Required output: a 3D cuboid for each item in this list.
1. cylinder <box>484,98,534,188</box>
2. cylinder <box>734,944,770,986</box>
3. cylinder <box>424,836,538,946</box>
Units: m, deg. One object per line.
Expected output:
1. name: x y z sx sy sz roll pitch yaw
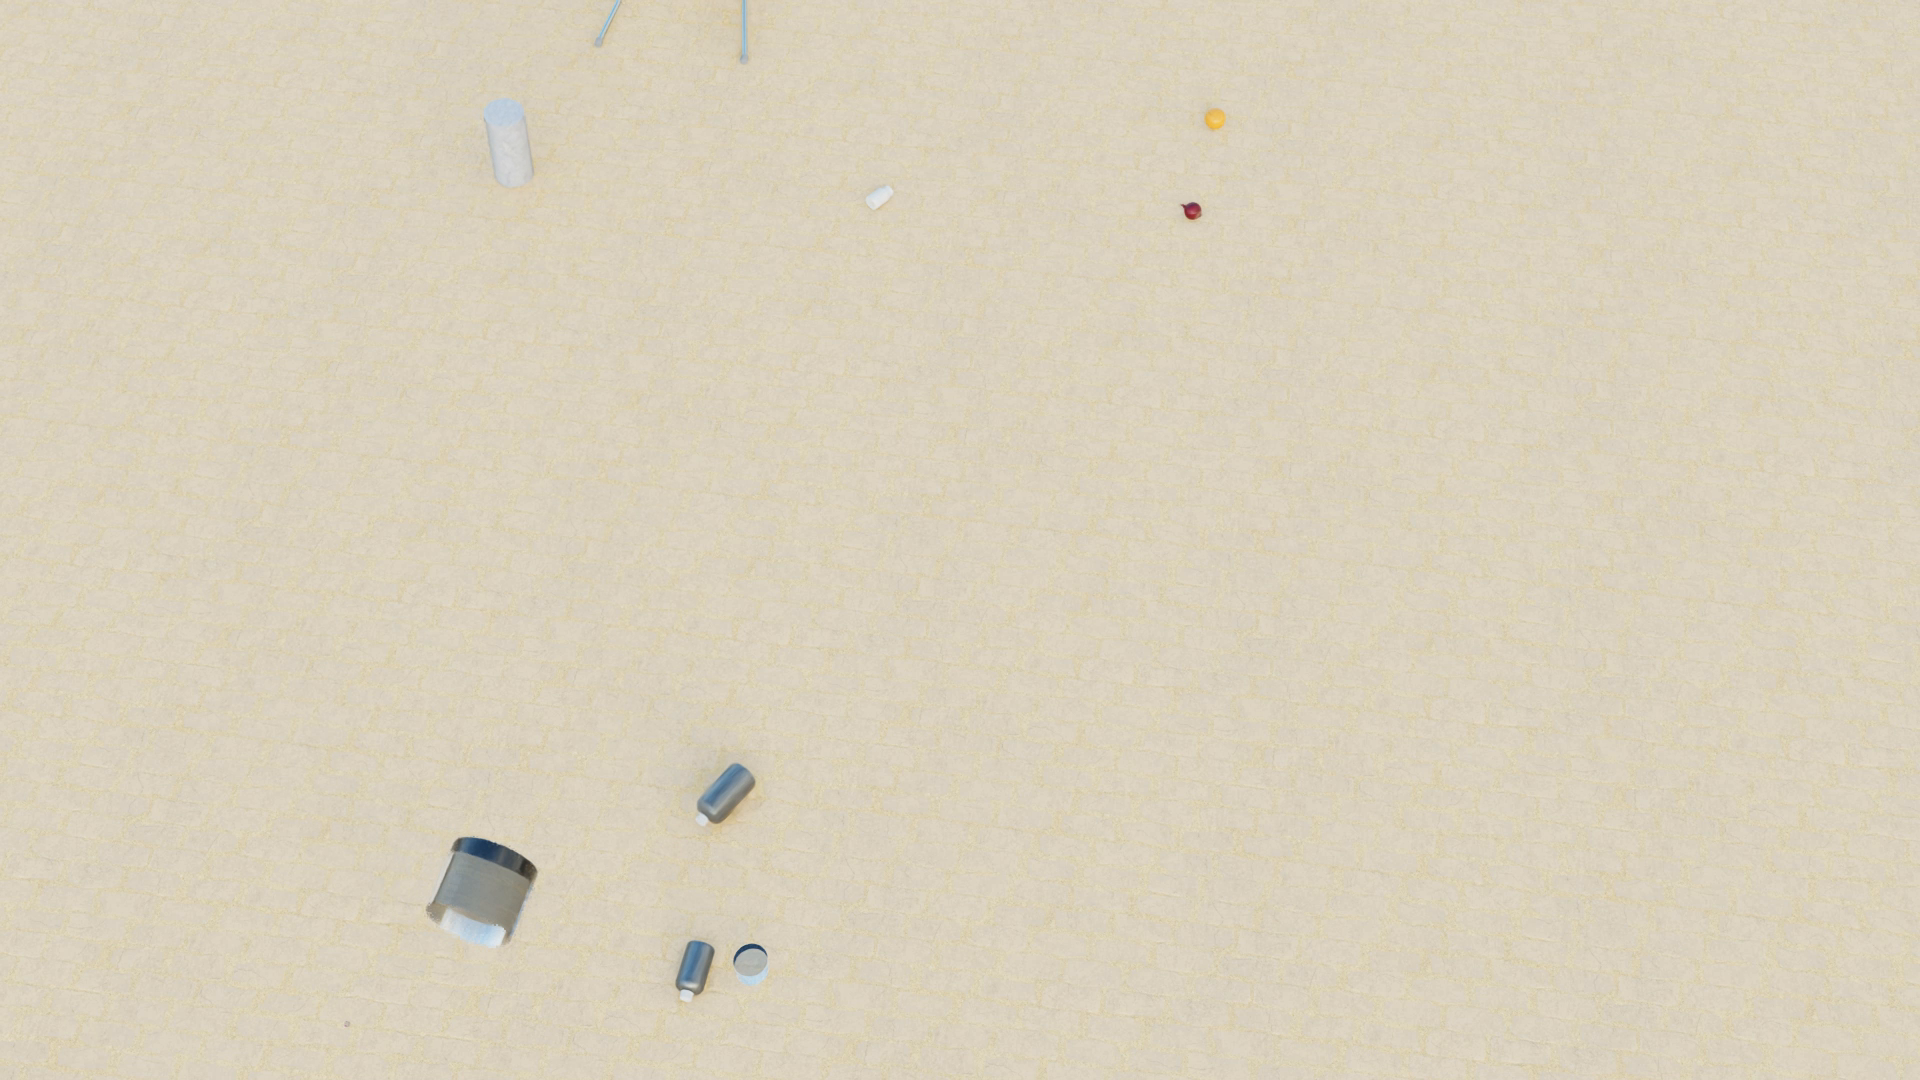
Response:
1. cylinder: -1.494 -1.313 7.281 0.132 0.282 0.128 11 55 5
2. cylinder: -0.549 1.117 5.790 0.090 0.057 0.094 25 60 16
3. cylinder: -1.264 0.929 5.814 0.240 0.221 0.196 30 55 -18
